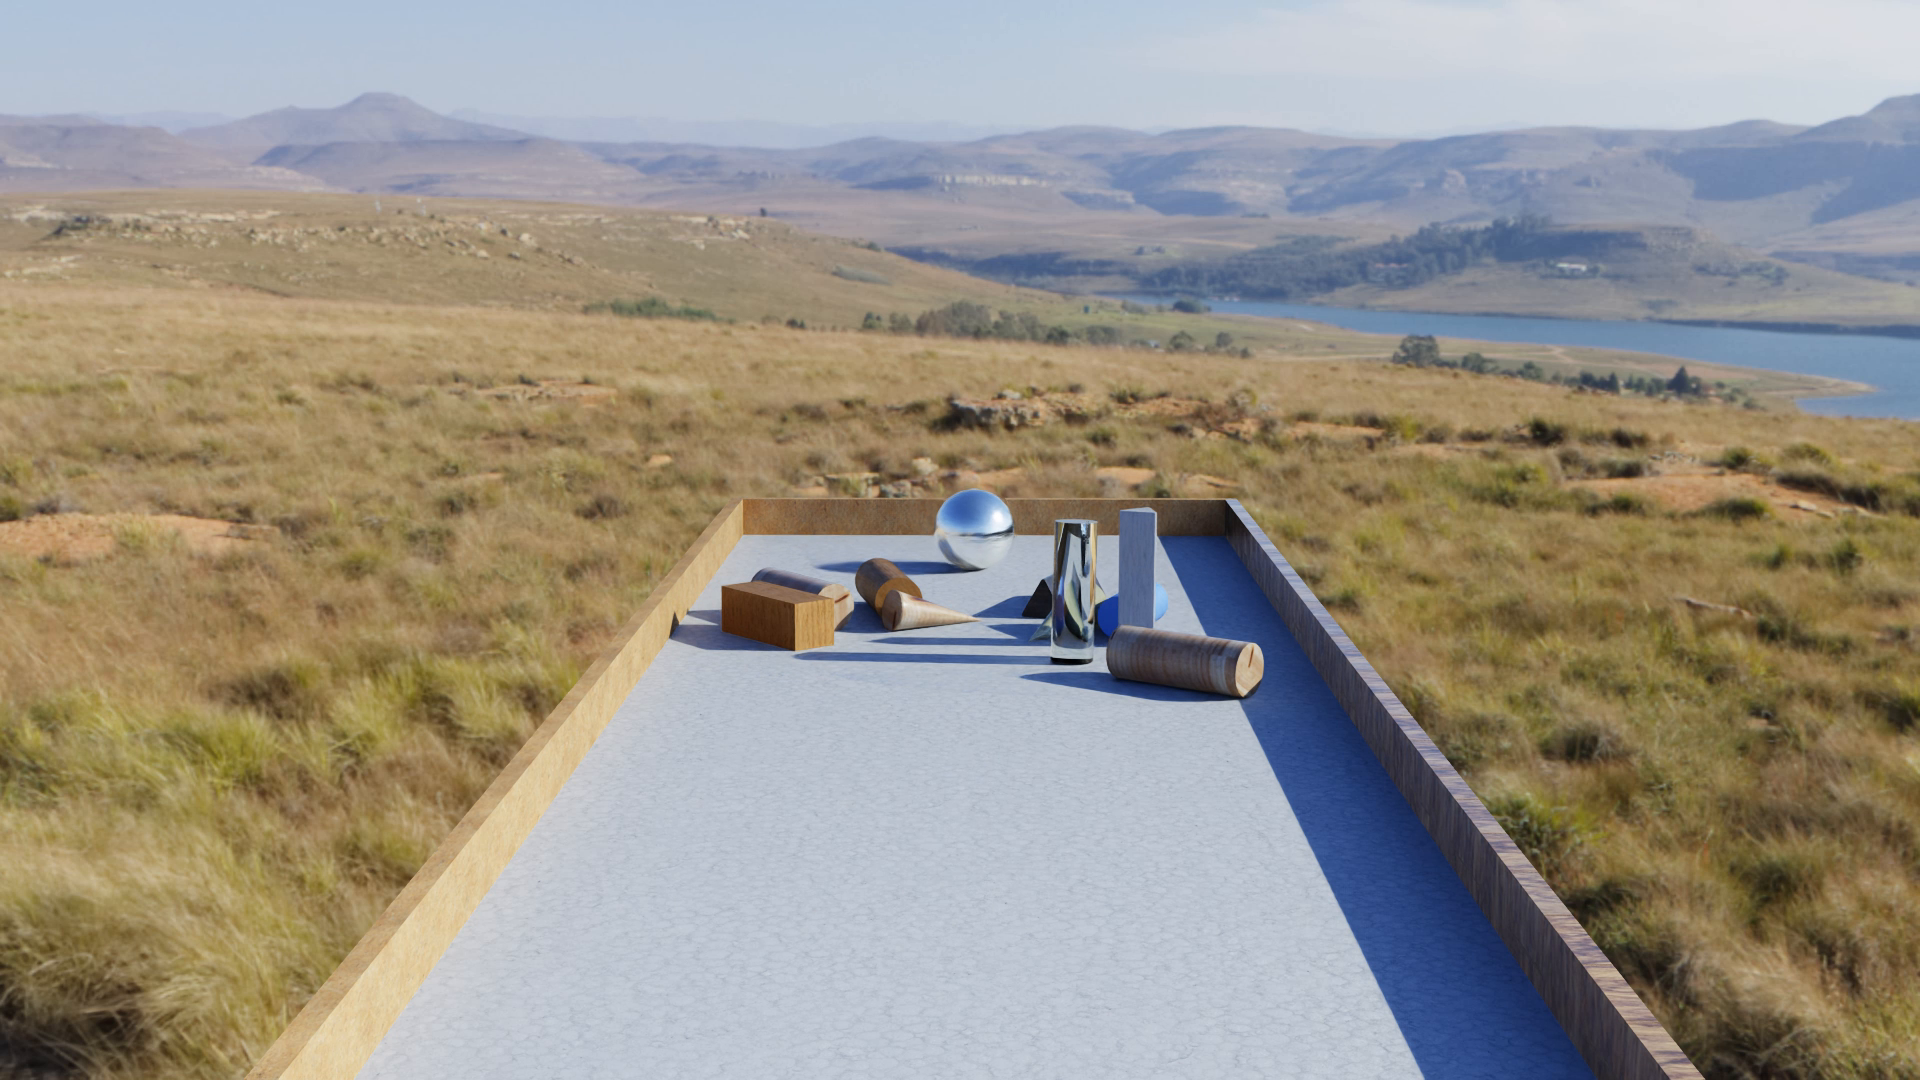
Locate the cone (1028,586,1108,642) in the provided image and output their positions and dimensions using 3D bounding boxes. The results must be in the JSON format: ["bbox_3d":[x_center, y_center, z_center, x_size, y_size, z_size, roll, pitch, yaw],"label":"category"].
[{"bbox_3d":[0.317,0.265,7.075,0.170,0.170,0.322,8,27,40],"label":"cone"}]

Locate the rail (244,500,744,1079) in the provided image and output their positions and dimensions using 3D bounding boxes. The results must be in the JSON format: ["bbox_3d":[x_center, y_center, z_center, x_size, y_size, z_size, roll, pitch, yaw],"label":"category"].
[{"bbox_3d":[-1.004,0.839,3.234,0.050,0.150,12.000,0,9,1],"label":"rail"}]

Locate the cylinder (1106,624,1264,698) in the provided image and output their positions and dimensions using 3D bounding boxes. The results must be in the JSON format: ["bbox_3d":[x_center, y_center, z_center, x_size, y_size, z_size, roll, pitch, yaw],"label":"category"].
[{"bbox_3d":[0.644,0.346,6.323,0.434,0.157,0.157,7,11,37],"label":"cylinder"}]

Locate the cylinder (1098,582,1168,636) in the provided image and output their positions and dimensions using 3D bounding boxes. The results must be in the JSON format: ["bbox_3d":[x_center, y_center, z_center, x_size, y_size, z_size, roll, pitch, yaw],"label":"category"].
[{"bbox_3d":[0.564,0.225,7.143,0.140,0.140,0.316,4,10,22],"label":"cylinder"}]

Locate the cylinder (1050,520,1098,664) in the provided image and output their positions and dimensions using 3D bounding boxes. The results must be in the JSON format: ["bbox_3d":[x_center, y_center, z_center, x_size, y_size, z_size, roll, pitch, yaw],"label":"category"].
[{"bbox_3d":[0.346,0.154,6.663,0.130,0.423,0.130,1,6,0],"label":"cylinder"}]

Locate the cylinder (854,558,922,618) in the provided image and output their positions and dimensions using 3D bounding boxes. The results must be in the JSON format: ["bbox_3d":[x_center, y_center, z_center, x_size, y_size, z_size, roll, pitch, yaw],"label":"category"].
[{"bbox_3d":[-0.243,0.171,7.423,0.160,0.160,0.409,-2,9,-12],"label":"cylinder"}]

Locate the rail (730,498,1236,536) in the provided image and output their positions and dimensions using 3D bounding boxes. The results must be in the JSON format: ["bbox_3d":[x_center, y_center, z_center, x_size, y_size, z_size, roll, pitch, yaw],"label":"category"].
[{"bbox_3d":[0.099,-0.098,9.147,2.100,0.150,0.050,0,9,1],"label":"rail"}]

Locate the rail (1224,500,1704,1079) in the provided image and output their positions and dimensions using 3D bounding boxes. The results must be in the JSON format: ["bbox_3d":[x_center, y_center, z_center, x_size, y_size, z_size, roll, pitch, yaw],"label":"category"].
[{"bbox_3d":[1.046,0.843,3.208,0.050,0.150,12.000,0,9,1],"label":"rail"}]

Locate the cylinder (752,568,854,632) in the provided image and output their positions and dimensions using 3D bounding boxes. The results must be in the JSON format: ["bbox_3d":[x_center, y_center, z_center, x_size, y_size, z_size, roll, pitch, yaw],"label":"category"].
[{"bbox_3d":[-0.529,0.194,7.288,0.156,0.156,0.403,-7,11,-36],"label":"cylinder"}]

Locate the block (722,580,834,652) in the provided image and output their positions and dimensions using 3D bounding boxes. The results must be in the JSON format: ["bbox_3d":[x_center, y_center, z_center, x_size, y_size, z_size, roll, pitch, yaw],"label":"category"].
[{"bbox_3d":[-0.584,0.240,7.021,0.149,0.149,0.413,-7,12,-39],"label":"block"}]

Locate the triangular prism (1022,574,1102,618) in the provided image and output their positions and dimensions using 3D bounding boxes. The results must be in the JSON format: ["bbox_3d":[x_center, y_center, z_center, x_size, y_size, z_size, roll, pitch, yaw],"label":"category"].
[{"bbox_3d":[0.360,0.163,7.543,0.149,0.129,0.430,4,10,22],"label":"triangular prism"}]

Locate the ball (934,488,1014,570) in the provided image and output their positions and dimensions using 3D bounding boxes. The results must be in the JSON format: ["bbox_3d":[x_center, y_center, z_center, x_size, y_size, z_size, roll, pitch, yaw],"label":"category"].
[{"bbox_3d":[0.054,-0.040,8.289,0.305,0.305,0.305,0,9,0],"label":"ball"}]

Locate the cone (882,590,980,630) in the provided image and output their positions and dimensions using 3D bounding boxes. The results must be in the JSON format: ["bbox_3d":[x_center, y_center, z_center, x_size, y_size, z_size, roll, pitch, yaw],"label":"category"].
[{"bbox_3d":[-0.071,0.248,7.231,0.348,0.136,0.136,8,4,-29],"label":"cone"}]

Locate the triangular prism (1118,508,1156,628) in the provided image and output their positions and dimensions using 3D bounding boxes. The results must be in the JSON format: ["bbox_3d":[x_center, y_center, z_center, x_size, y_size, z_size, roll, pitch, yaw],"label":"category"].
[{"bbox_3d":[0.573,0.115,6.917,0.120,0.427,0.104,4,10,23],"label":"triangular prism"}]
